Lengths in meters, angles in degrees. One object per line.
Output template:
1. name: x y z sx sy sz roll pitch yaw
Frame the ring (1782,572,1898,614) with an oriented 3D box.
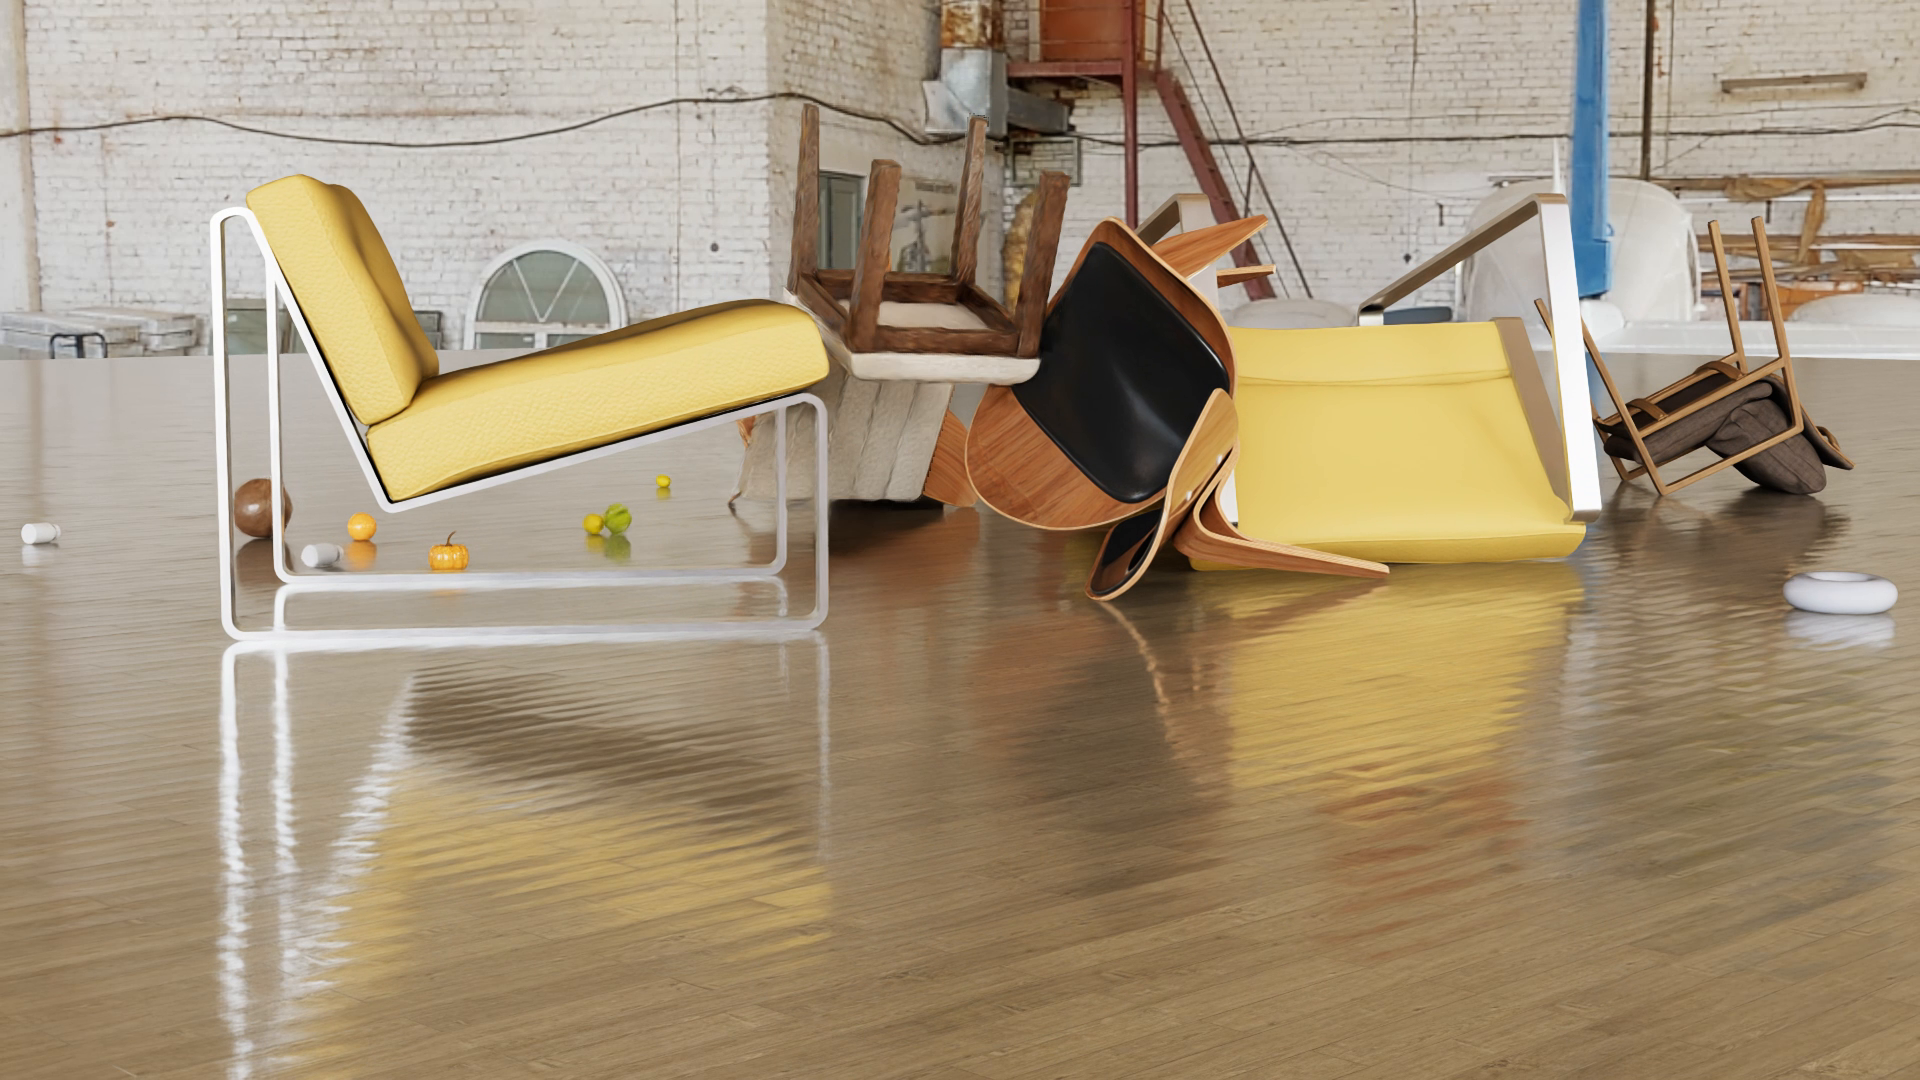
1. ring: 1.743 0.104 5.083 0.217 0.066 0.217 7 10 43

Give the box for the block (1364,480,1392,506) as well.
1. block: 1.204 -0.134 7.393 0.058 0.066 0.068 3 7 30

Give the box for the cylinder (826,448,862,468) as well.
1. cylinder: -0.399 -0.282 8.832 0.088 0.059 0.101 -3 -10 -29

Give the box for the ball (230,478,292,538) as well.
1. ball: -1.755 -0.080 6.448 0.152 0.152 0.152 0 6 0

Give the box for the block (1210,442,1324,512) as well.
1. block: 0.875 -0.183 7.334 0.199 0.176 0.276 -3 7 -28
